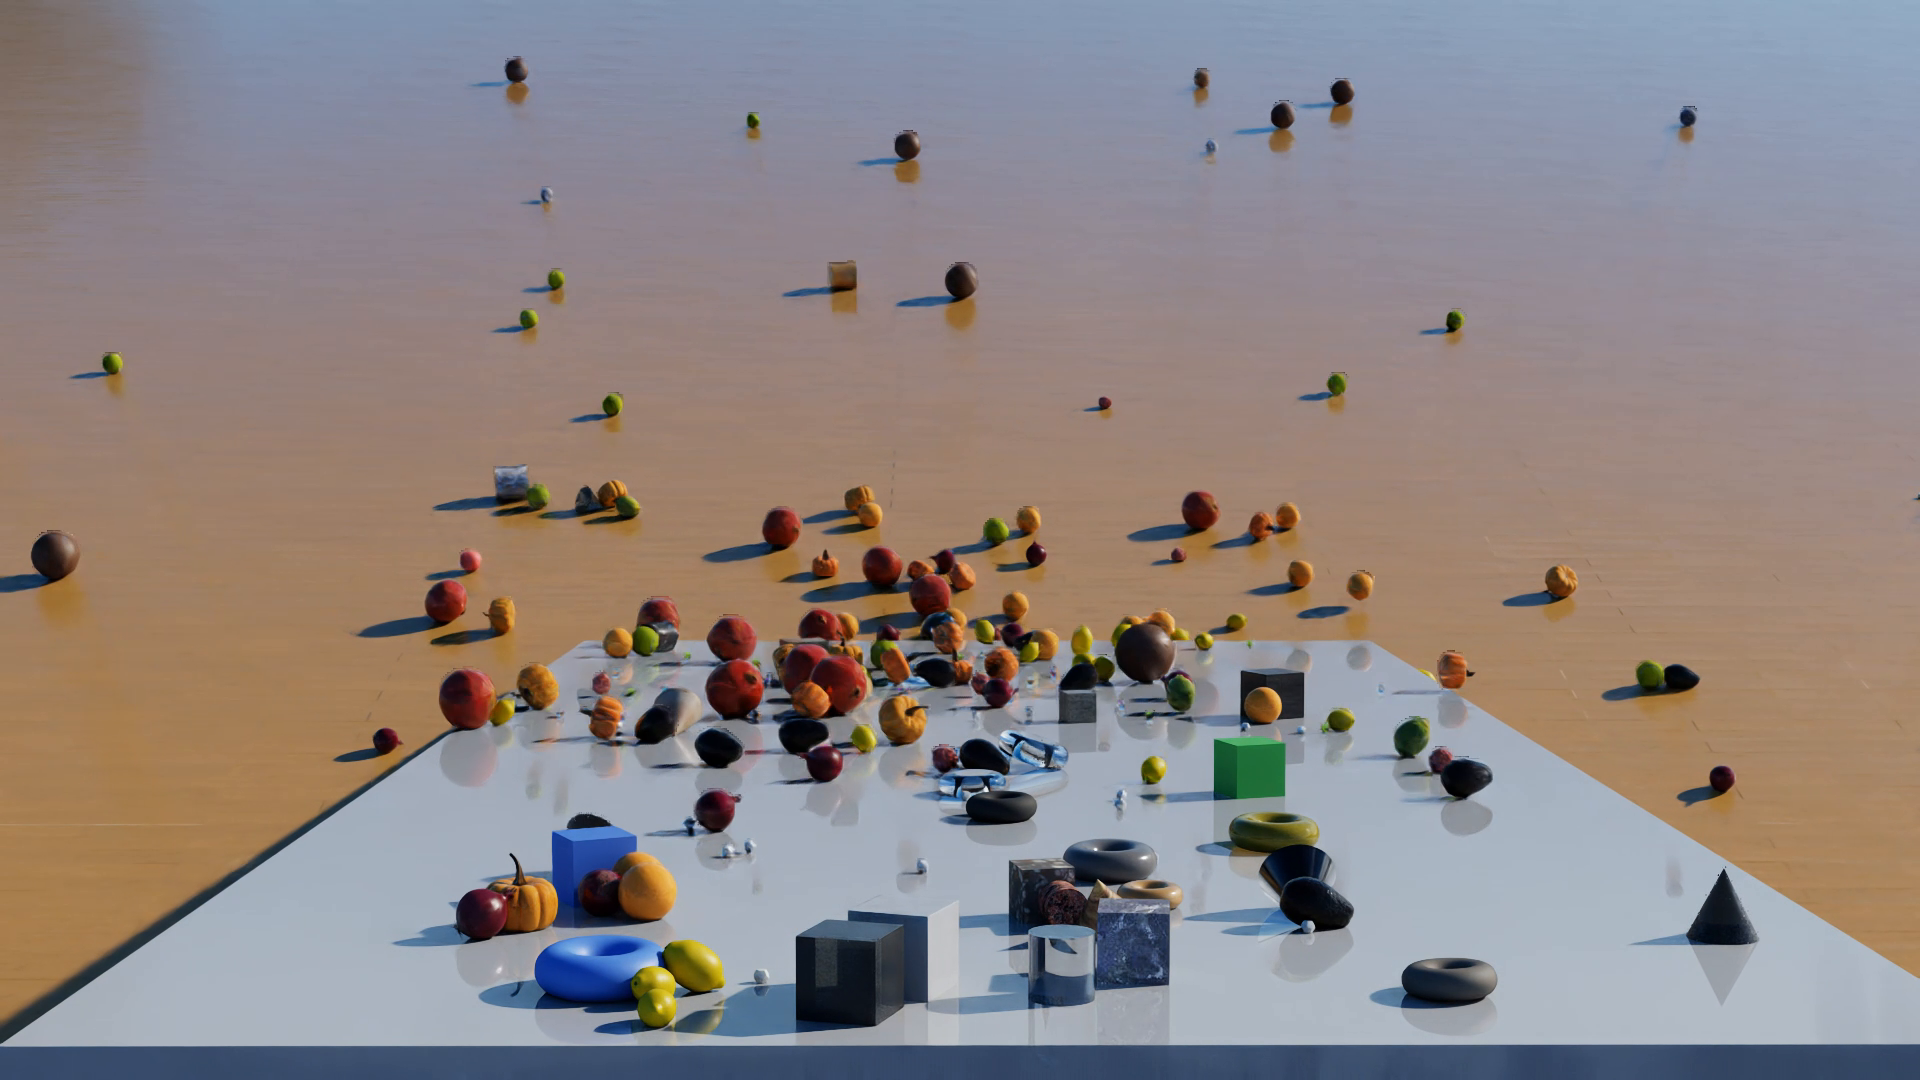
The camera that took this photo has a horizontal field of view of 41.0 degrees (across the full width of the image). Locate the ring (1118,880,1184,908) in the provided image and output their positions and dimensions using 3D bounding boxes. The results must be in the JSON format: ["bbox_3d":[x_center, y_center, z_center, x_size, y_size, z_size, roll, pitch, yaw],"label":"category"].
[{"bbox_3d":[0.237,0.444,3.207,0.084,0.028,0.084,-1,4,0],"label":"ring"}]

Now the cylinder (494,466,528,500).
[{"bbox_3d":[-1.367,-0.173,7.829,0.094,0.094,0.094,-5,21,-13],"label":"cylinder"}]

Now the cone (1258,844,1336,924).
[{"bbox_3d":[0.418,0.440,3.140,0.096,0.096,0.096,0,30,0],"label":"cone"}]

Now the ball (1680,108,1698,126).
[{"bbox_3d":[3.775,-2.191,13.312,0.088,0.088,0.088,0,20,0],"label":"ball"}]

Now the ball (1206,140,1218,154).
[{"bbox_3d":[1.241,-1.938,12.665,0.062,0.062,0.062,0,20,0],"label":"ball"}]

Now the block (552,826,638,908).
[{"bbox_3d":[-0.463,0.413,3.253,0.084,0.084,0.084,-2,4,-27],"label":"block"}]

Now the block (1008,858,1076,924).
[{"bbox_3d":[0.100,0.429,3.141,0.066,0.066,0.066,-1,4,-13],"label":"block"}]

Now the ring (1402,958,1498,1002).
[{"bbox_3d":[0.522,0.469,2.741,0.101,0.034,0.101,-3,1,0],"label":"ring"}]

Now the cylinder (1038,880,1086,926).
[{"bbox_3d":[0.124,0.439,3.084,0.052,0.052,0.052,-4,4,-10],"label":"cylinder"}]

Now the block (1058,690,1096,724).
[{"bbox_3d":[0.228,0.322,4.969,0.058,0.058,0.058,-1,4,-15],"label":"block"}]

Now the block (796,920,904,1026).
[{"bbox_3d":[-0.113,0.447,2.660,0.087,0.087,0.087,1,4,18],"label":"block"}]

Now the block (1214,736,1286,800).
[{"bbox_3d":[0.460,0.362,4.086,0.084,0.084,0.084,-1,4,-20],"label":"block"}]

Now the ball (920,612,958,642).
[{"bbox_3d":[-0.055,0.237,6.715,0.097,0.097,0.097,0,20,0],"label":"ball"}]

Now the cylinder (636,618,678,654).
[{"bbox_3d":[-0.740,0.237,6.260,0.073,0.073,0.073,15,26,35],"label":"cylinder"}]

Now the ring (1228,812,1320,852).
[{"bbox_3d":[0.442,0.412,3.617,0.128,0.043,0.128,1,5,0],"label":"ring"}]

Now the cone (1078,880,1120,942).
[{"bbox_3d":[0.167,0.421,3.006,0.070,0.070,0.070,-9,38,7],"label":"cone"}]

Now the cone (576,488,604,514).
[{"bbox_3d":[-1.103,-0.110,7.745,0.082,0.082,0.082,18,5,-40],"label":"cone"}]

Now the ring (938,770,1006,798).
[{"bbox_3d":[0.020,0.387,4.080,0.108,0.036,0.108,-1,3,0],"label":"ring"}]

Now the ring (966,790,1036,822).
[{"bbox_3d":[0.062,0.401,3.858,0.108,0.036,0.108,-1,4,0],"label":"ring"}]

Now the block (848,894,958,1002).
[{"bbox_3d":[-0.060,0.439,2.764,0.092,0.092,0.092,1,4,21],"label":"block"}]

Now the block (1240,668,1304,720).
[{"bbox_3d":[0.612,0.302,5.035,0.089,0.089,0.089,-2,4,-28],"label":"block"}]

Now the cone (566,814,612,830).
[{"bbox_3d":[-0.502,0.426,3.388,0.093,0.093,0.093,8,33,22],"label":"cone"}]

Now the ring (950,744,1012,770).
[{"bbox_3d":[0.036,0.371,4.368,0.104,0.035,0.104,1,5,0],"label":"ring"}]

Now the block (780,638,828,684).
[{"bbox_3d":[-0.344,0.265,5.651,0.090,0.090,0.090,-1,4,-15],"label":"block"}]

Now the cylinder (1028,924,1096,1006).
[{"bbox_3d":[0.108,0.451,2.726,0.071,0.071,0.071,0,3,0],"label":"cylinder"}]

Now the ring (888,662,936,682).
[{"bbox_3d":[-0.106,0.290,5.666,0.112,0.037,0.112,1,3,0],"label":"ring"}]

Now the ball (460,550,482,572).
[{"bbox_3d":[-1.381,0.060,7.250,0.060,0.060,0.060,0,20,0],"label":"ball"}]

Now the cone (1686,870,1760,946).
[{"bbox_3d":[0.898,0.427,3.023,0.083,0.083,0.083,0,3,0],"label":"cone"}]

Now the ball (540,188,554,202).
[{"bbox_3d":[-1.876,-1.567,11.663,0.059,0.059,0.059,0,20,0],"label":"ball"}]

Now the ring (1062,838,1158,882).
[{"bbox_3d":[0.199,0.425,3.405,0.126,0.042,0.126,0,5,0],"label":"ring"}]

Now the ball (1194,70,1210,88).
[{"bbox_3d":[1.351,-2.572,14.337,0.094,0.094,0.094,0,20,0],"label":"ball"}]

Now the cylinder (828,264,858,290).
[{"bbox_3d":[-0.466,-1.047,10.196,0.098,0.098,0.098,-5,21,-12],"label":"cylinder"}]

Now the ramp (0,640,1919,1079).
[{"bbox_3d":[0.047,0.428,4.533,2.000,0.100,4.000,0,3,0],"label":"ramp"}]

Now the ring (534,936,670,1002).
[{"bbox_3d":[-0.385,0.461,2.766,0.145,0.048,0.145,0,5,0],"label":"ring"}]

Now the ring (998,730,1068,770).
[{"bbox_3d":[0.125,0.355,4.359,0.124,0.041,0.124,18,3,-1],"label":"ring"}]

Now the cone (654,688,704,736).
[{"bbox_3d":[-0.530,0.341,4.796,0.094,0.094,0.094,0,30,0],"label":"cone"}]

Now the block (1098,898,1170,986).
[{"bbox_3d":[0.192,0.441,2.827,0.078,0.078,0.078,0,3,5],"label":"block"}]
